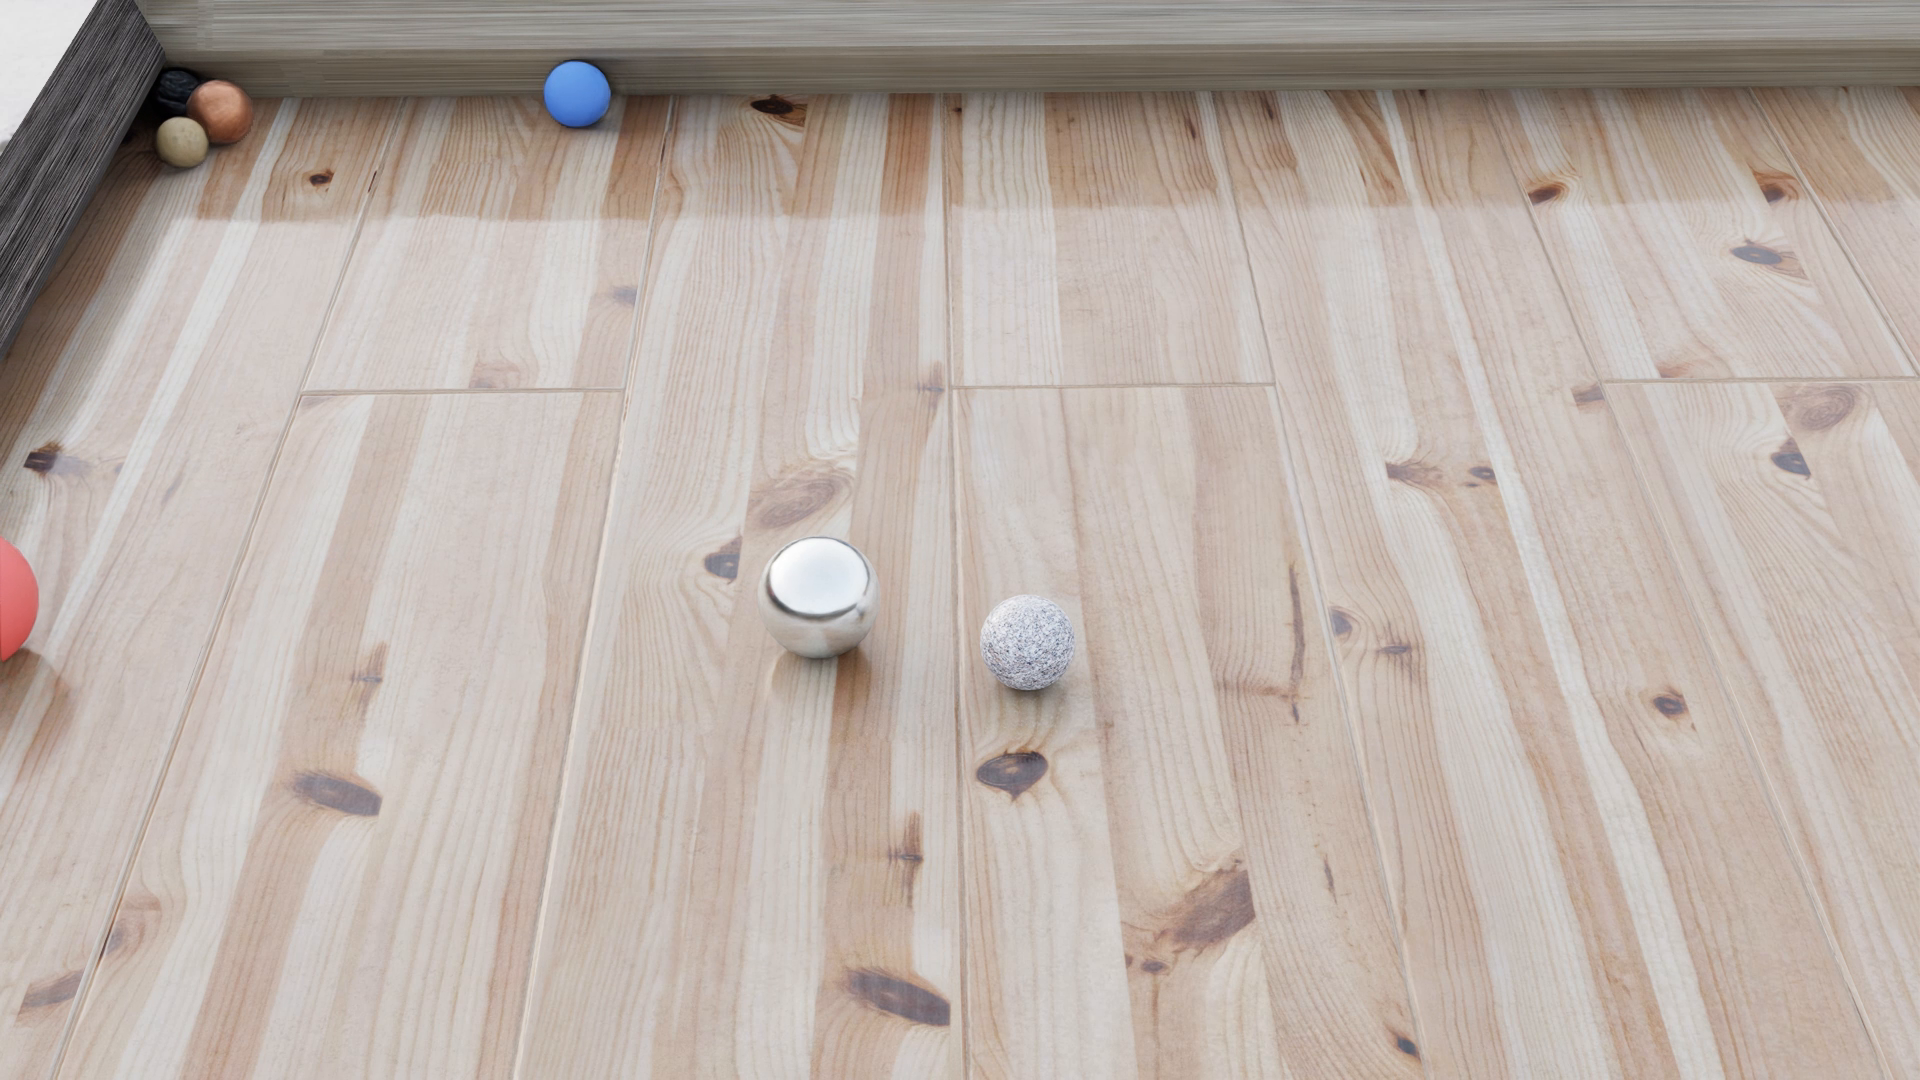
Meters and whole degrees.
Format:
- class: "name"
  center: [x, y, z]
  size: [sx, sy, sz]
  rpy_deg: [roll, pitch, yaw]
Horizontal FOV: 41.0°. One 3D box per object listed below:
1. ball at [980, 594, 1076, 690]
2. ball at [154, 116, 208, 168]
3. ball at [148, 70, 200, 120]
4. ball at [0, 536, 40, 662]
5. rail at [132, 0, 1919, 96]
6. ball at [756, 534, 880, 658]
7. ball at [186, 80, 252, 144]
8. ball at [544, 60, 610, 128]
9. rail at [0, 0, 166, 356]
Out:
- class: "ball"
  center: [0.044, 0.066, 1.663]
  size: [0.062, 0.062, 0.062]
  rpy_deg: [0, 36, 0]
- class: "ball"
  center: [-0.685, -0.350, 2.257]
  size: [0.046, 0.046, 0.046]
  rpy_deg: [0, 36, 0]
- class: "ball"
  center: [-0.710, -0.402, 2.327]
  size: [0.048, 0.048, 0.048]
  rpy_deg: [0, 36, 0]
- class: "ball"
  center: [-0.651, 0.039, 1.673]
  size: [0.096, 0.096, 0.096]
  rpy_deg: [0, 36, 0]
- class: "rail"
  center: [0.737, -0.462, 2.345]
  size: [2.997, 0.124, 0.045]
  rpy_deg: [-1, 36, -1]
- class: "ball"
  center: [-0.093, 0.037, 1.688]
  size: [0.081, 0.081, 0.081]
  rpy_deg: [0, 36, 0]
- class: "ball"
  center: [-0.662, -0.382, 2.292]
  size: [0.057, 0.057, 0.057]
  rpy_deg: [0, 36, 0]
- class: "ball"
  center: [-0.346, -0.403, 2.320]
  size: [0.059, 0.059, 0.059]
  rpy_deg: [0, 36, 0]
- class: "rail"
  center: [-0.725, -0.020, 1.729]
  size: [0.045, 0.124, 1.515]
  rpy_deg: [-1, 36, -1]
